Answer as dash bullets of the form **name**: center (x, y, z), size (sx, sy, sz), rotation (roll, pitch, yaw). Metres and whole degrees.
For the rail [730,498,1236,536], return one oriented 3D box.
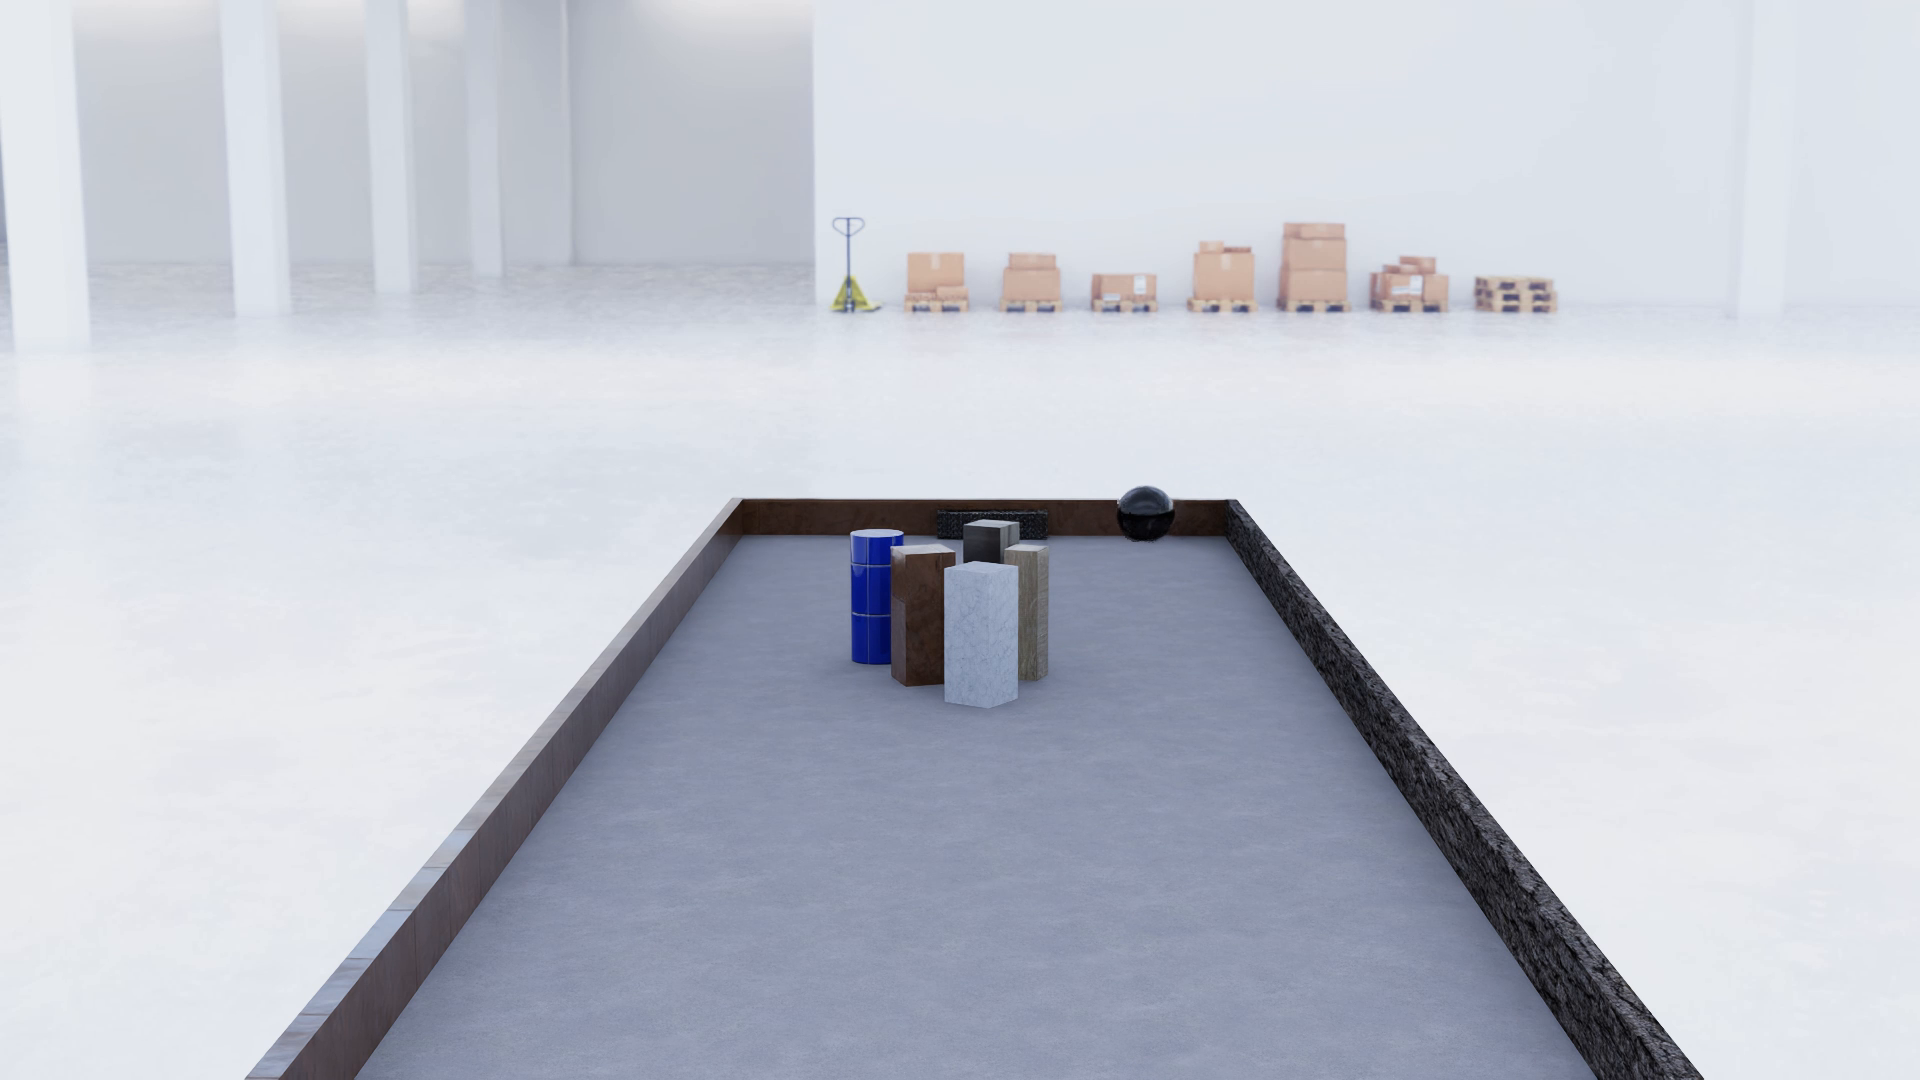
- **rail**: center (0.099, -0.098, 9.147), size (2.100, 0.150, 0.050), rotation (0, 9, 1)

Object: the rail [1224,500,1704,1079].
- **rail**: center (1.046, 0.843, 3.208), size (0.050, 0.150, 12.000), rotation (0, 9, 1)

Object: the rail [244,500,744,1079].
- **rail**: center (-1.004, 0.839, 3.234), size (0.050, 0.150, 12.000), rotation (0, 9, 1)

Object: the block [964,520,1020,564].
- **block**: center (0.095, 0.155, 6.704), size (0.126, 0.415, 0.126), rotation (5, 10, 28)

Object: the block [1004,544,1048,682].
- **block**: center (0.194, 0.212, 6.448), size (0.102, 0.383, 0.102), rotation (3, 10, 20)

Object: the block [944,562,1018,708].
- **block**: center (0.060, 0.262, 6.146), size (0.148, 0.378, 0.148), rotation (6, 11, 34)

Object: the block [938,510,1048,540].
- **block**: center (0.135, -0.065, 9.067), size (0.453, 0.110, 0.110), rotation (0, 9, 2)

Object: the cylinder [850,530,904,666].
- **cylinder**: center (-0.251, 0.172, 6.678), size (0.161, 0.390, 0.161), rotation (0, 9, 0)

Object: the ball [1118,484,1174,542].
- **ball**: center (0.756, -0.109, 8.952), size (0.233, 0.233, 0.233), rotation (0, 9, 0)

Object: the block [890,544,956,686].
- **block**: center (-0.107, 0.217, 6.402), size (0.151, 0.387, 0.151), rotation (-3, 9, -18)
